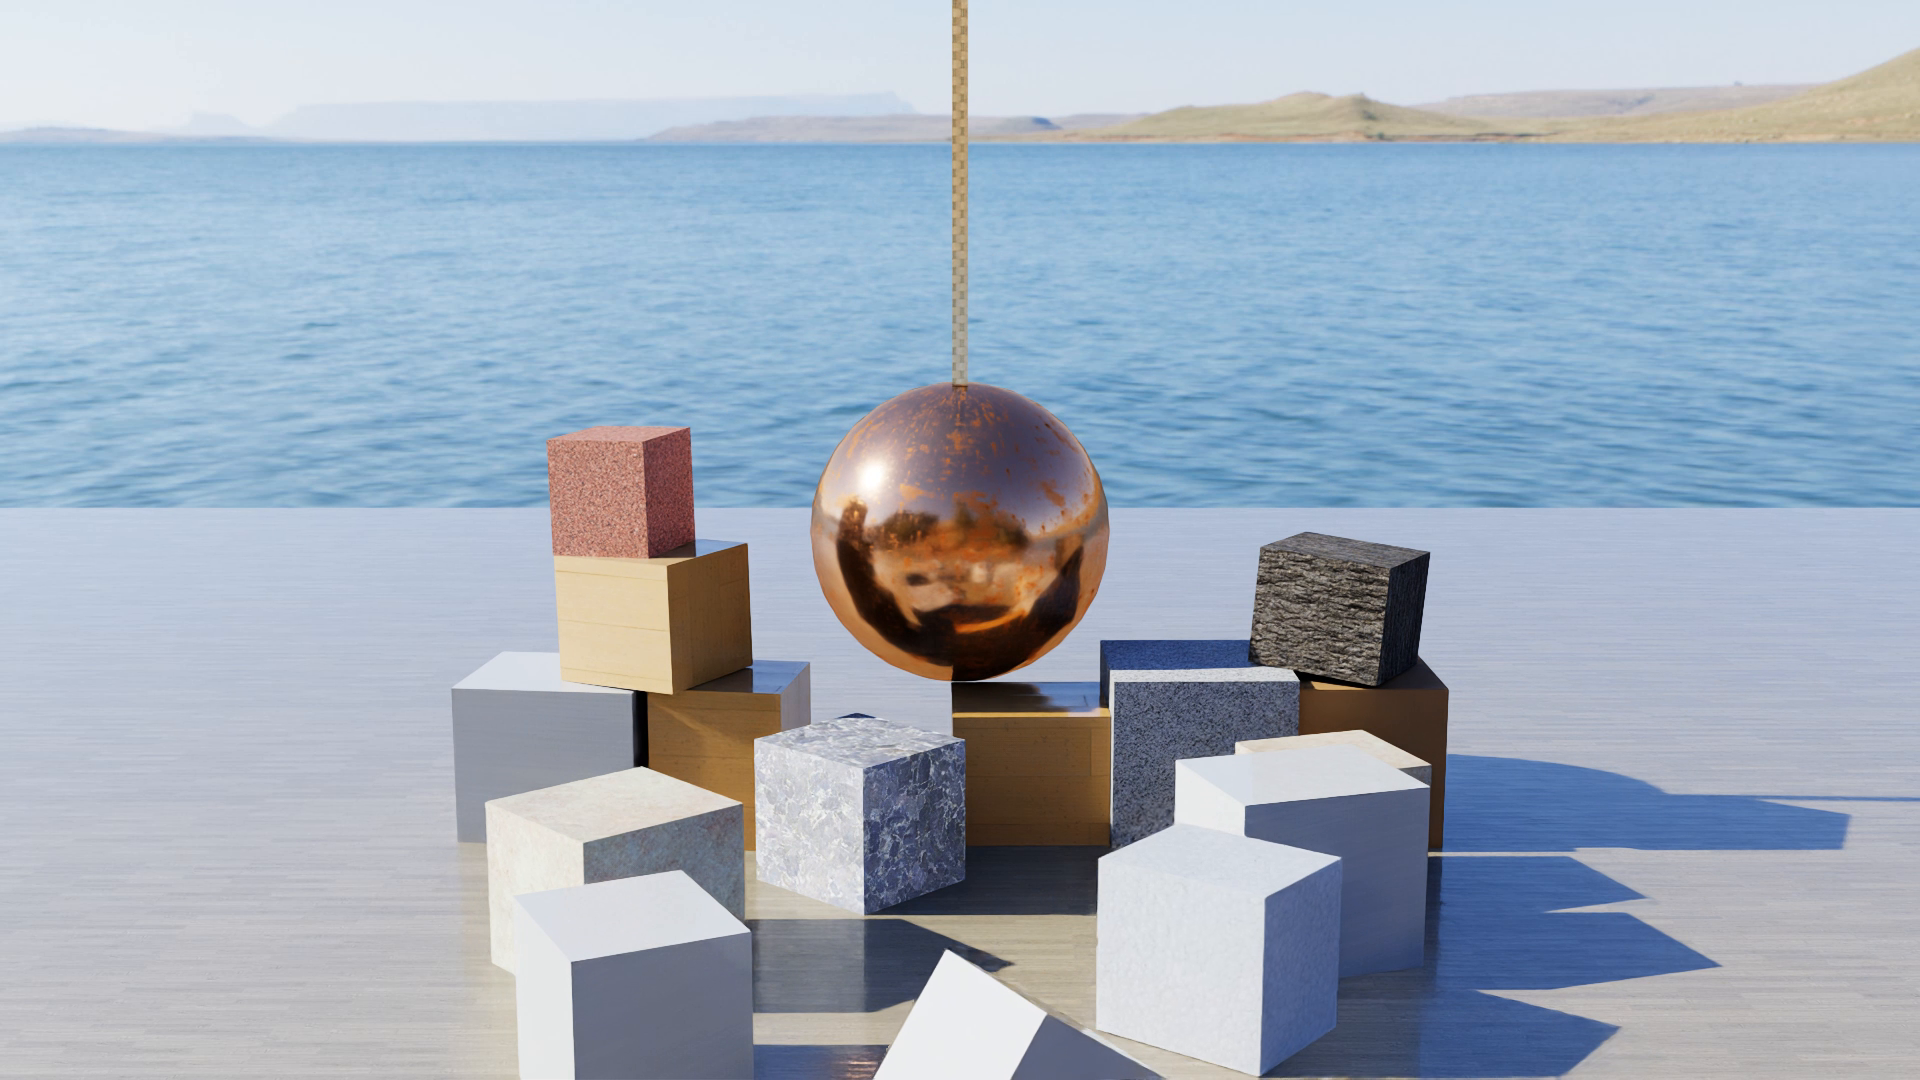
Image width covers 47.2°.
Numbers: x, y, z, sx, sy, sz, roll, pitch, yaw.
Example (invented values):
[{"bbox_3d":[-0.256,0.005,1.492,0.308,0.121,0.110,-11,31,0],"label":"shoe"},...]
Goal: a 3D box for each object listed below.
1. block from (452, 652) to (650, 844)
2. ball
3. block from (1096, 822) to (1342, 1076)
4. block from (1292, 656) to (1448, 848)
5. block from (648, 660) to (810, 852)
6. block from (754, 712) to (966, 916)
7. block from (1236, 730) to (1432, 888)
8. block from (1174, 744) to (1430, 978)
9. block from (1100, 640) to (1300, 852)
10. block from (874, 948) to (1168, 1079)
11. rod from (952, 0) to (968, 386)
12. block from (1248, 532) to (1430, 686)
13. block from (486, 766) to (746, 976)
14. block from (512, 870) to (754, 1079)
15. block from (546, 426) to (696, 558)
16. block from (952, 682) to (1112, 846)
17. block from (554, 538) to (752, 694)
[{"bbox_3d":[-2.038,1.074,11.413,0.925,0.803,0.809,1,10,7],"label":"block"},{"bbox_3d":[0.000,-0.044,11.727,1.600,1.600,1.600,0,10,0],"label":"ball"},{"bbox_3d":[1.027,1.605,8.738,0.748,0.710,0.609,8,12,37],"label":"block"},{"bbox_3d":[2.049,1.070,11.388,0.753,0.820,0.832,0,10,0],"label":"block"},{"bbox_3d":[-1.170,1.090,11.293,0.678,0.815,0.689,2,10,8],"label":"block"},{"bbox_3d":[-0.477,1.291,10.521,0.738,0.696,0.682,10,14,42],"label":"block"},{"bbox_3d":[1.758,1.327,10.451,0.686,0.650,0.654,-4,11,-19],"label":"block"},{"bbox_3d":[1.474,1.405,9.589,0.861,0.804,0.709,-3,11,-18],"label":"block"},{"bbox_3d":[1.210,1.047,11.351,0.915,0.879,0.916,0,10,-1],"label":"block"},{"bbox_3d":[0.187,1.823,7.267,0.604,0.571,0.639,34,-9,-30],"label":"block"},{"bbox_3d":[0.000,-3.320,10.817,0.080,5.200,0.080,0,16,0],"label":"rod"},{"bbox_3d":[1.944,0.338,11.251,0.678,0.594,0.675,10,12,27],"label":"block"},{"bbox_3d":[-1.474,1.474,9.433,0.800,0.724,0.758,-9,14,-41],"label":"block"},{"bbox_3d":[-1.210,1.718,8.106,0.664,0.719,0.752,-5,11,-26],"label":"block"},{"bbox_3d":[-1.717,-0.252,11.187,0.527,0.585,0.563,2,11,17],"label":"block"},{"bbox_3d":[0.353,1.147,11.386,0.790,0.669,0.722,0,10,-1],"label":"block"},{"bbox_3d":[-1.556,0.363,11.217,0.704,0.644,0.684,4,12,30],"label":"block"}]
